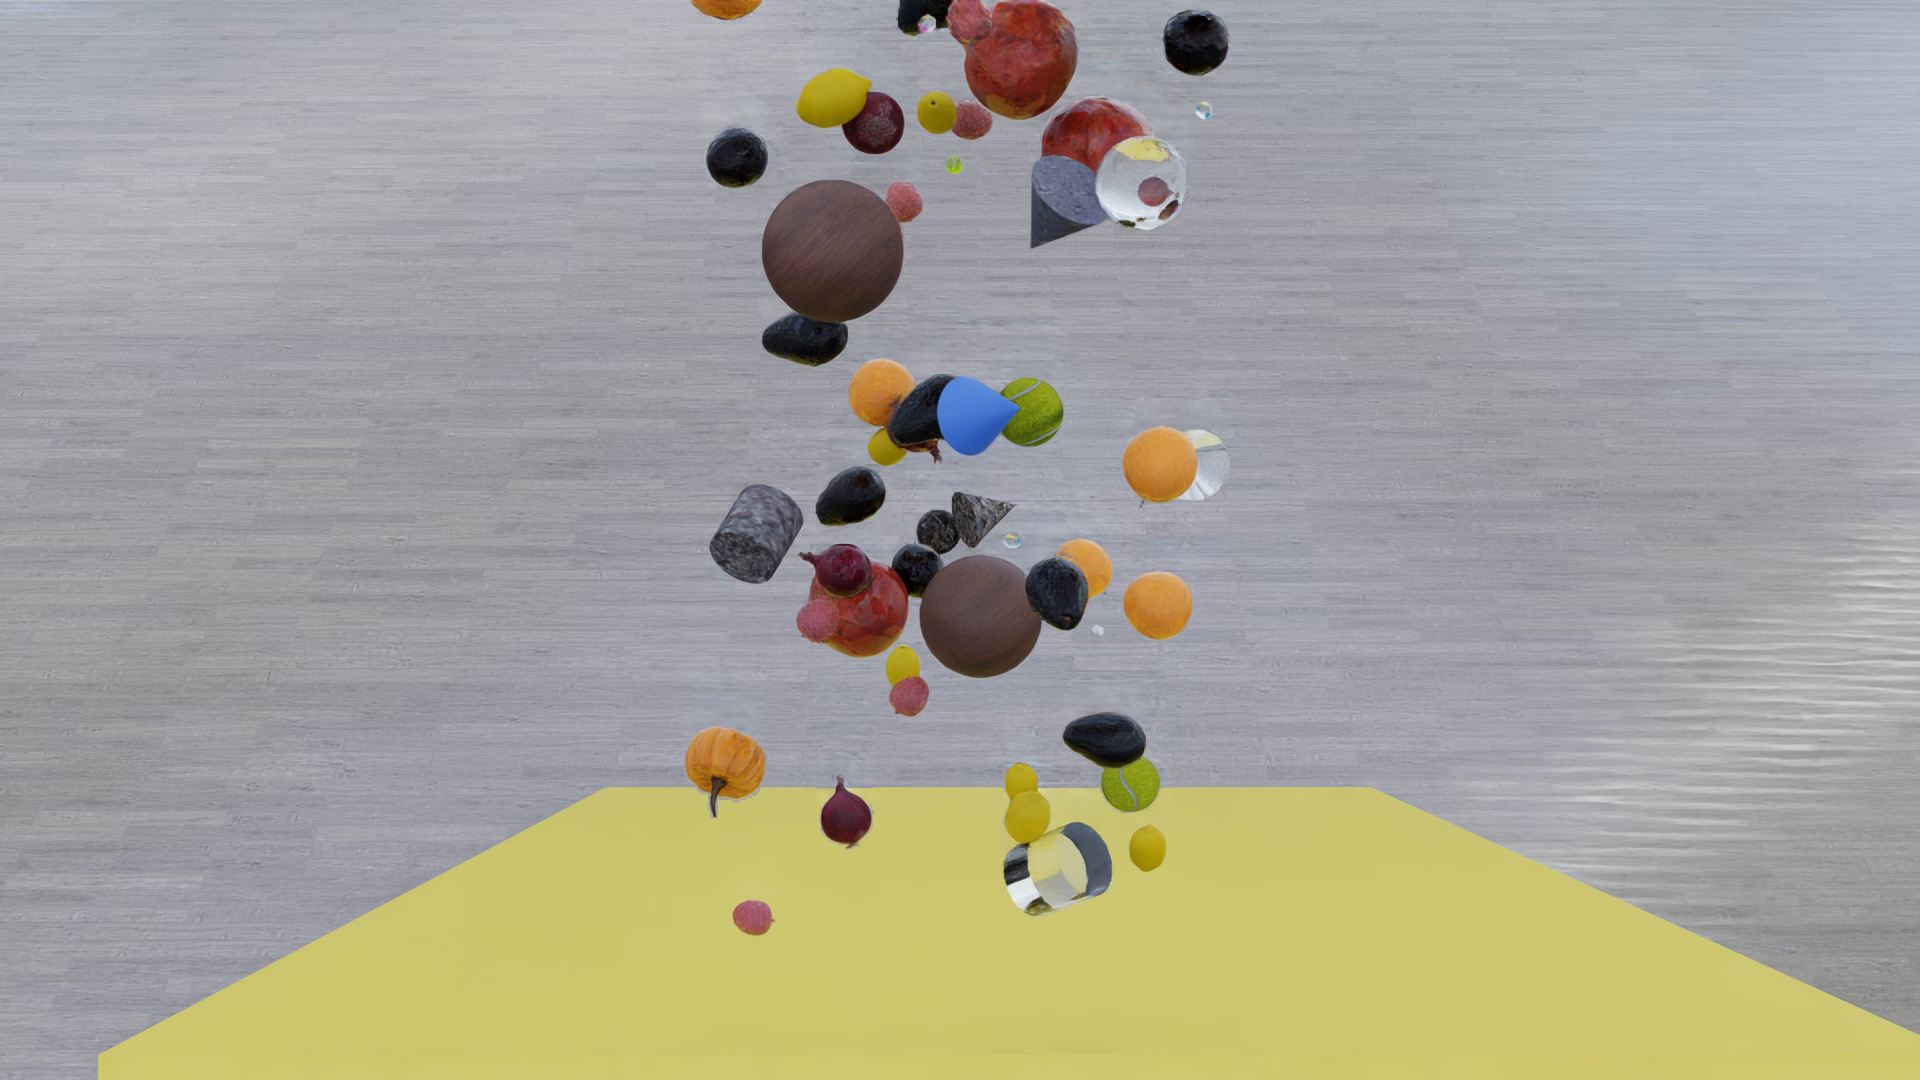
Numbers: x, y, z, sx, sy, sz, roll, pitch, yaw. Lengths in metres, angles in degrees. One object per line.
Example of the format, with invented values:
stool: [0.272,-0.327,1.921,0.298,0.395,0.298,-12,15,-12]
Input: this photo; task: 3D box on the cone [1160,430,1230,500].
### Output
cone: [0.223,-0.081,2.574,0.072,0.072,0.072,16,-3,23]

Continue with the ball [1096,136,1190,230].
ball: [0.162,-0.317,2.308,0.084,0.084,0.084,0,34,0]

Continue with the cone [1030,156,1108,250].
cone: [0.084,-0.293,2.375,0.083,0.083,0.083,17,48,-20]

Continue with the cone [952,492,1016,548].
cone: [0.034,-0.031,2.905,0.065,0.065,0.065,-17,37,-22]

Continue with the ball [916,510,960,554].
ball: [-0.025,-0.010,3.057,0.052,0.052,0.052,0,34,0]

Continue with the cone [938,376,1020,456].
cone: [0.033,-0.122,2.481,0.077,0.077,0.077,-32,17,-38]

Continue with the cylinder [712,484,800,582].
cylinder: [-0.201,-0.006,2.568,0.070,0.070,0.070,9,57,13]

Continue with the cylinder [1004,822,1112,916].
cylinder: [0.112,0.376,2.959,0.088,0.088,0.088,-28,13,40]

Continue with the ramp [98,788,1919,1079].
ramp: [0.075,0.649,4.783,2.000,0.100,4.000,0,-1,0]
